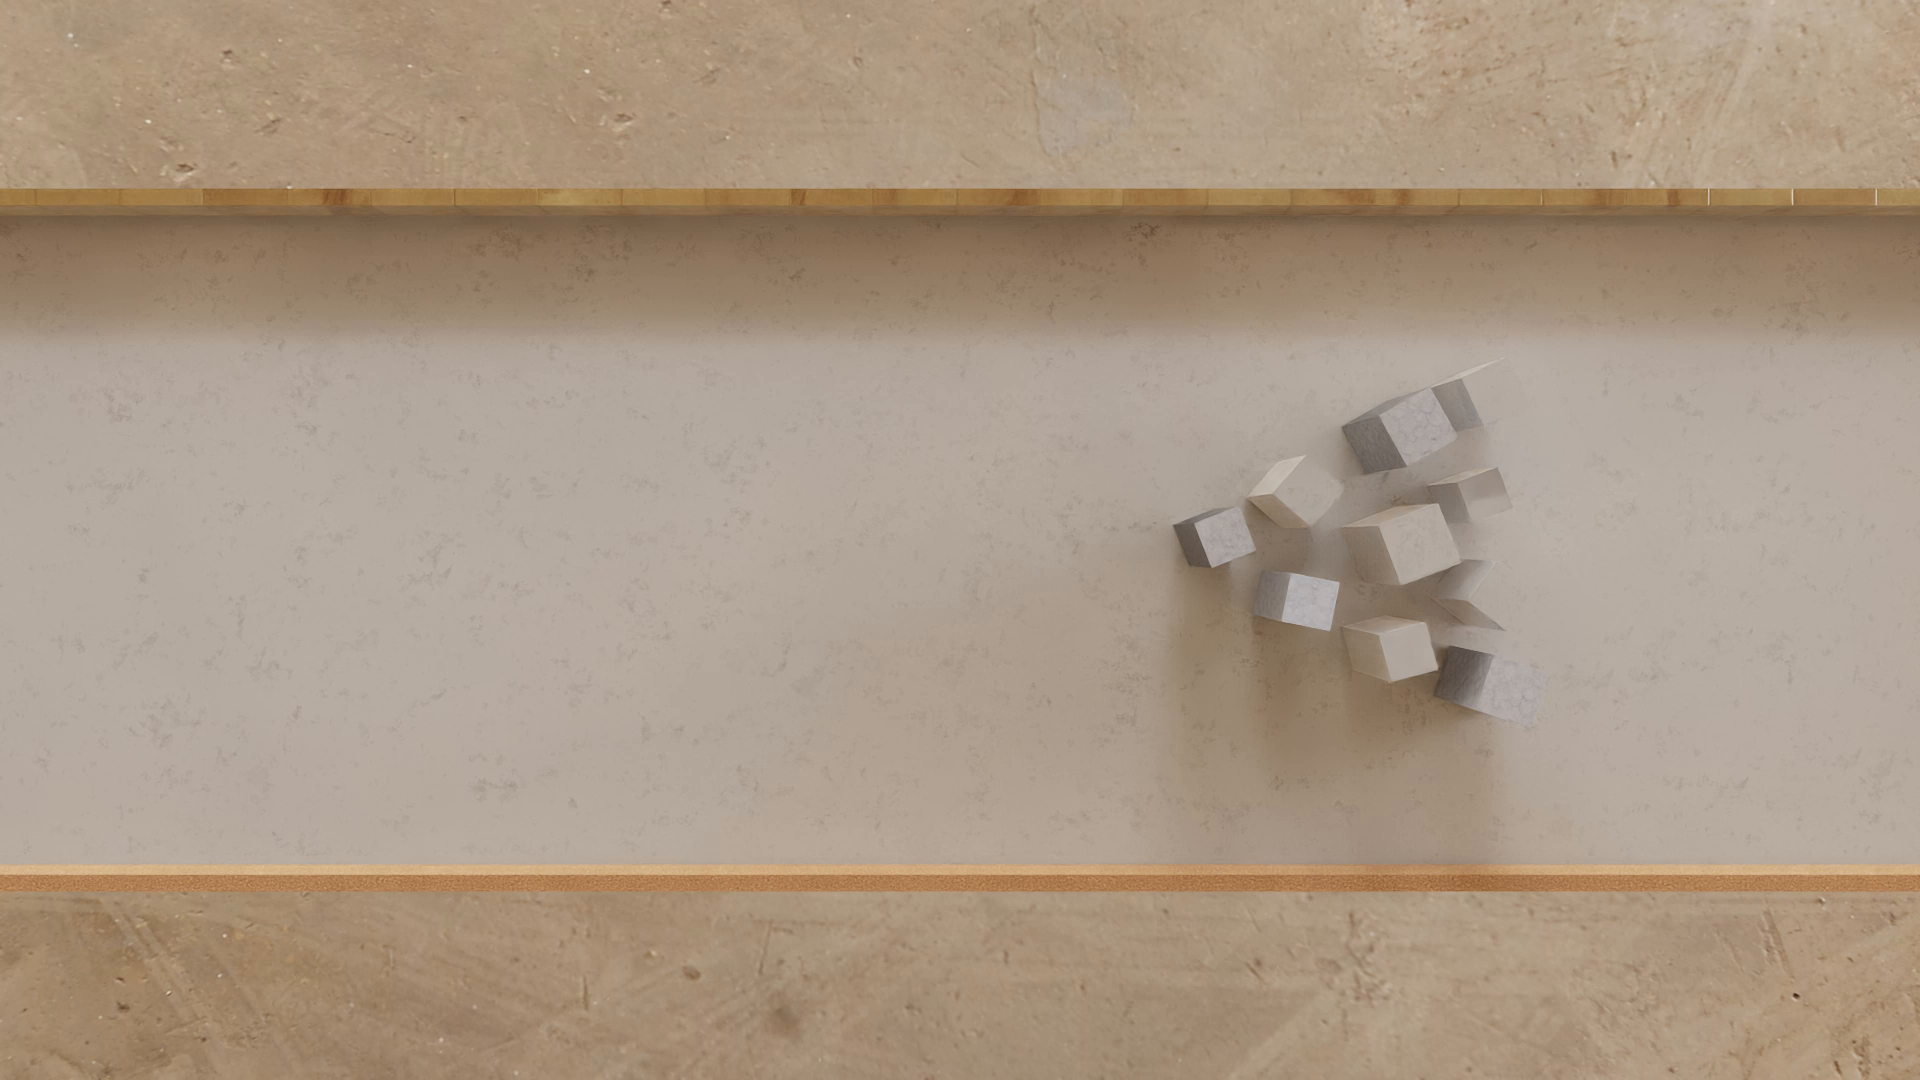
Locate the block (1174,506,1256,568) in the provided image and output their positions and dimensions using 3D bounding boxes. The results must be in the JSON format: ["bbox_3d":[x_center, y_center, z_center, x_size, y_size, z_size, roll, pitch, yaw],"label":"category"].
[{"bbox_3d":[0.743,-0.008,4.848,0.135,0.456,0.135,-21,90,0],"label":"block"}]

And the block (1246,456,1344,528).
[{"bbox_3d":[0.984,-0.138,4.865,0.145,0.422,0.145,41,90,0],"label":"block"}]

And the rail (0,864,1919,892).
[{"bbox_3d":[-2.247,1.025,5.001,12.000,0.150,0.050,0,90,0],"label":"rail"}]

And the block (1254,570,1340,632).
[{"bbox_3d":[0.984,0.174,4.852,0.139,0.449,0.139,11,90,0],"label":"block"}]

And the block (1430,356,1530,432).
[{"bbox_3d":[1.518,-0.423,4.874,0.149,0.405,0.149,-25,90,0],"label":"block"}]

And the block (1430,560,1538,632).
[{"bbox_3d":[1.545,0.160,4.883,0.145,0.388,0.145,37,90,0],"label":"block"}]

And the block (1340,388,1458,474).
[{"bbox_3d":[1.284,-0.317,4.847,0.165,0.459,0.165,-29,90,0],"label":"block"}]

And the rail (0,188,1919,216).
[{"bbox_3d":[-2.247,-1.025,5.002,12.000,0.150,0.050,0,90,0],"label":"rail"}]

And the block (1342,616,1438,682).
[{"bbox_3d":[1.259,0.315,4.852,0.137,0.450,0.137,-15,90,0],"label":"block"}]

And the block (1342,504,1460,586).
[{"bbox_3d":[1.287,0.013,4.847,0.179,0.458,0.179,-21,90,0],"label":"block"}]

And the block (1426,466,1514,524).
[{"bbox_3d":[1.516,-0.130,4.918,0.126,0.316,0.126,-21,90,0],"label":"block"}]

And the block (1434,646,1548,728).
[{"bbox_3d":[1.560,0.428,4.867,0.165,0.419,0.165,19,90,0],"label":"block"}]
